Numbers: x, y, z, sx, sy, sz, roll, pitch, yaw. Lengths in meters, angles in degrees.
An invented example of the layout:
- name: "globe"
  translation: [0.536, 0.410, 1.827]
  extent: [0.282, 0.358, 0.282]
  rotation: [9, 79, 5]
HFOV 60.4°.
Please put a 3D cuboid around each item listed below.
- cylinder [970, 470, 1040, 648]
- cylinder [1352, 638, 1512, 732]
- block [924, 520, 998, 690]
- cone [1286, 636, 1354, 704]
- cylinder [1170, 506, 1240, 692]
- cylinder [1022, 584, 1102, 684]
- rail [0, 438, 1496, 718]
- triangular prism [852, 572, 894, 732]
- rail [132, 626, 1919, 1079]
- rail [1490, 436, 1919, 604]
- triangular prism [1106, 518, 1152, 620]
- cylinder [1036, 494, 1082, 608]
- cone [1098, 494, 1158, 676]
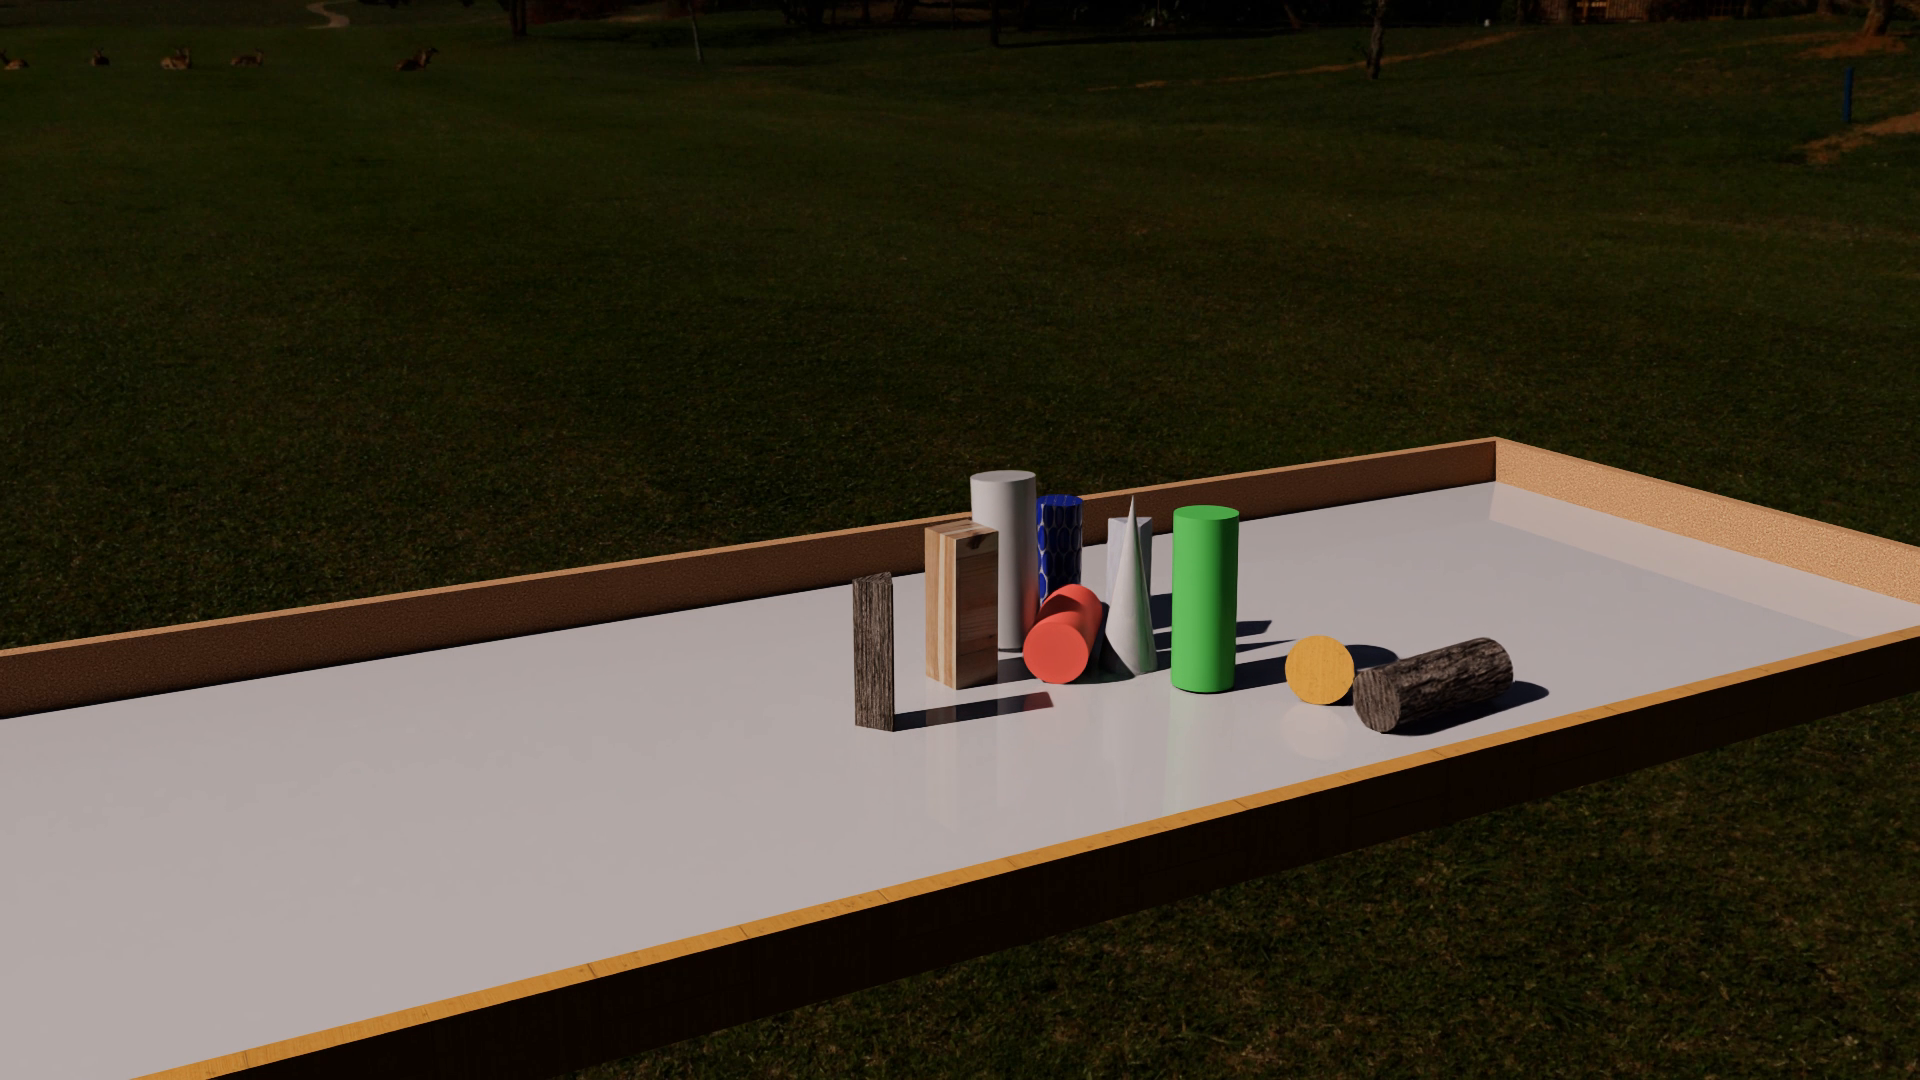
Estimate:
- name: "cylinder"
  translation: [0.122, 0.050, 4.371]
  extent: [0.172, 0.446, 0.172]
  rotation: [-2, 12, 1]
- name: "cylinder"
  translation: [1.128, 0.341, 3.931]
  extent: [0.394, 0.148, 0.148]
  rotation: [-11, 19, -32]
- name: "block"
  translation: [0.004, 0.160, 4.119]
  extent: [0.130, 0.389, 0.130]
  rotation: [-12, 20, -34]
- name: "cone"
  translation: [0.934, 0.317, 4.131]
  extent: [0.168, 0.168, 0.302]
  rotation: [8, 2, 25]
- name: "cylinder"
  translation: [0.605, 0.144, 4.080]
  extent: [0.159, 0.436, 0.159]
  rotation: [-1, 14, 0]
- name: "cylinder"
  translation: [0.269, 0.238, 4.252]
  extent: [0.165, 0.165, 0.312]
  rotation: [3, 17, 11]
- name: "rail"
  translation: [-3.305, 0.497, 3.399]
  extent: [12.000, 0.150, 0.050]
  rotation: [-9, 18, -27]
- name: "triangular prism"
  translation: [-0.182, 0.257, 3.844]
  extent: [0.102, 0.359, 0.088]
  rotation: [7, 18, 23]
- name: "rail"
  translation: [-2.336, 1.006, 1.665]
  extent: [12.000, 0.150, 0.050]
  rotation: [-9, 18, -27]
- name: "rail"
  translation: [2.466, -0.048, 5.253]
  extent: [0.050, 0.150, 2.100]
  rotation: [-9, 18, -27]
- name: "triangular prism"
  translation: [0.466, 0.111, 4.369]
  extent: [0.102, 0.339, 0.117]
  rotation: [-10, 17, -35]
- name: "cylinder"
  translation: [0.274, 0.052, 4.581]
  extent: [0.129, 0.336, 0.129]
  rotation: [0, 16, 0]
- name: "cone"
  translation: [0.434, 0.103, 4.194]
  extent: [0.155, 0.456, 0.155]
  rotation: [0, 16, 0]
